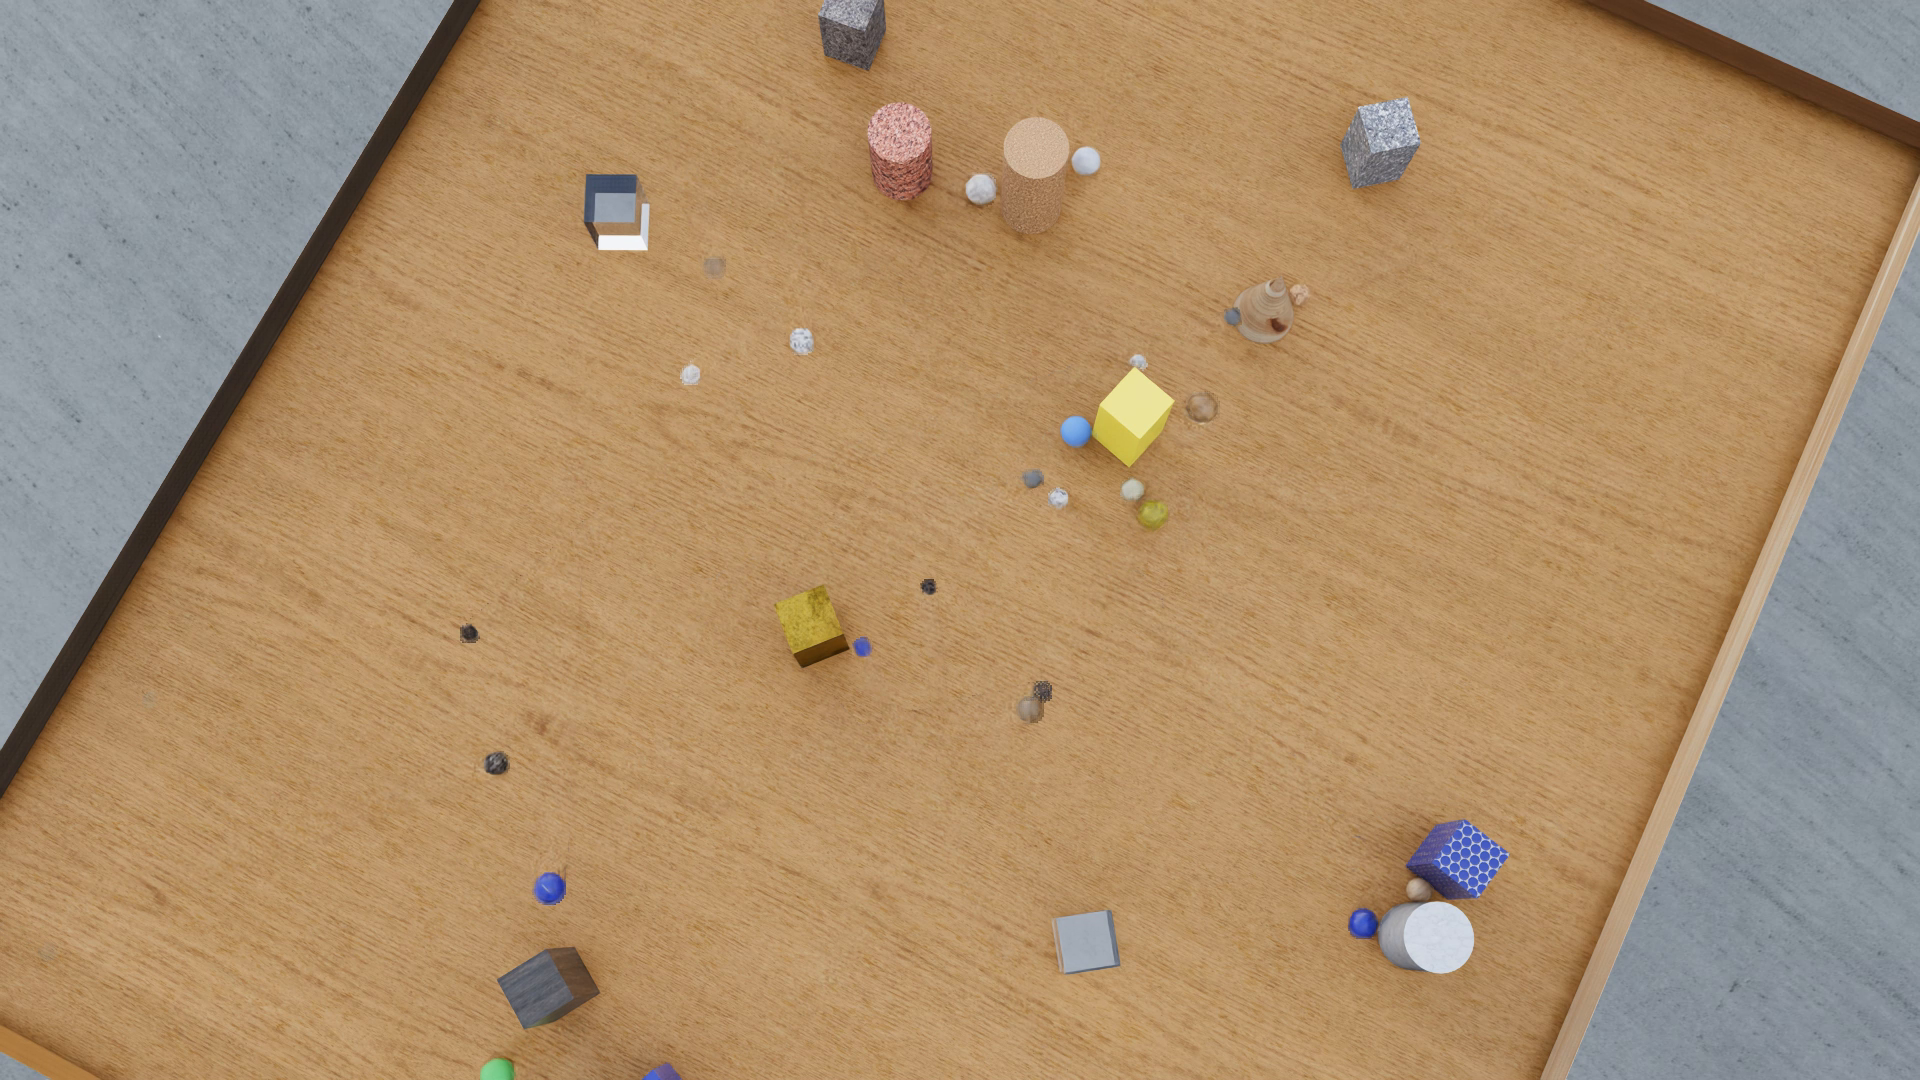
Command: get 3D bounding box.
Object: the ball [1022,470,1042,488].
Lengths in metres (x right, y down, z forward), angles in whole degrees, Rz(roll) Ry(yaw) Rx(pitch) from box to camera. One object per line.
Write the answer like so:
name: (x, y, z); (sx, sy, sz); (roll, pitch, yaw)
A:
ball: (0.222, -0.186, 5.625); (0.058, 0.058, 0.058); (0, 78, 0)

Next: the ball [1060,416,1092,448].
ball: (0.358, -0.332, 5.637); (0.095, 0.095, 0.095); (0, 78, 0)

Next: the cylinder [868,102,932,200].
cylinder: (-0.184, -1.208, 5.712); (0.194, 0.303, 0.194); (0, 78, 0)

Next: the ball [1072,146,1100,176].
ball: (0.400, -1.203, 5.819); (0.090, 0.090, 0.090); (0, 78, 0)

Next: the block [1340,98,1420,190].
block: (1.312, -1.238, 5.730); (0.155, 0.279, 0.155); (-12, 79, -2)

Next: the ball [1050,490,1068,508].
ball: (0.304, -0.127, 5.613); (0.058, 0.058, 0.058); (0, 78, 0)

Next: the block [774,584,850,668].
block: (-0.435, 0.258, 5.405); (0.155, 0.310, 0.155); (-22, 79, -4)

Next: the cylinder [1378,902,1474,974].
cylinder: (1.323, 1.130, 5.218); (0.194, 0.322, 0.194); (0, 78, 0)

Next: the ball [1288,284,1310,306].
ball: (1.064, -0.768, 5.740); (0.068, 0.068, 0.068); (0, 78, 0)

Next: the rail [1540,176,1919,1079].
rail: (1.972, 0.972, 5.350); (0.045, 0.126, 5.087); (26, 80, 5)

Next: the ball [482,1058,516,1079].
ball: (-1.323, 1.533, 5.252); (0.093, 0.093, 0.093); (0, 78, 0)

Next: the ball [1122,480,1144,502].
ball: (0.529, -0.152, 5.613); (0.069, 0.069, 0.069); (0, 78, 0)

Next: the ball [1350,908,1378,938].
ball: (1.177, 1.117, 5.344); (0.082, 0.082, 0.082); (0, 78, 0)

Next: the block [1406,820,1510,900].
block: (1.424, 0.920, 5.262); (0.155, 0.321, 0.155); (38, 81, 7)

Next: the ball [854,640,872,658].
ball: (-0.292, 0.326, 5.521); (0.054, 0.054, 0.054); (0, 78, 0)

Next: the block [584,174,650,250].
block: (-1.067, -1.019, 5.707); (0.155, 0.235, 0.155); (0, 78, 0)

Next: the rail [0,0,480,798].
rail: (-1.972, -0.959, 5.750); (0.045, 0.126, 5.087); (26, 80, 5)

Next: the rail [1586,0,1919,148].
rail: (1.127, -2.201, 6.006); (4.456, 0.126, 0.045); (26, 80, 5)

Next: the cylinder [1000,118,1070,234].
cylinder: (0.225, -1.110, 5.618); (0.194, 0.447, 0.194); (0, 78, 0)

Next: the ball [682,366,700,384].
ball: (-0.834, -0.515, 5.695); (0.055, 0.055, 0.055); (0, 78, 0)

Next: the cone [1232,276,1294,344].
cone: (0.953, -0.746, 5.589); (0.194, 0.355, 0.194); (0, 78, 0)

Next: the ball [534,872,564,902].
ball: (-1.202, 1.016, 5.362); (0.087, 0.087, 0.087); (0, 78, 0)

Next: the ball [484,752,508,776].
ball: (-1.380, 0.664, 5.444); (0.069, 0.069, 0.069); (0, 78, 0)

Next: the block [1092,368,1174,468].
block: (0.517, -0.366, 5.517); (0.155, 0.342, 0.155); (41, 81, 8)

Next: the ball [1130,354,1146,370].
ball: (0.552, -0.554, 5.707); (0.048, 0.048, 0.048); (0, 78, 0)

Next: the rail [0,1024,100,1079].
rail: (-1.127, 2.214, 5.093); (4.456, 0.126, 0.045); (26, 80, 5)

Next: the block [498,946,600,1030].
block: (-1.155, 1.259, 5.166); (0.155, 0.373, 0.155); (-31, 80, -6)

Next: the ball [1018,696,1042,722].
ball: (0.208, 0.505, 5.473); (0.076, 0.076, 0.076); (0, 78, 0)

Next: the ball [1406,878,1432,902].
ball: (1.344, 1.026, 5.367); (0.074, 0.074, 0.074); (0, 78, 0)

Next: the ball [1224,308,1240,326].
ball: (0.848, -0.693, 5.702); (0.051, 0.051, 0.051); (0, 78, 0)

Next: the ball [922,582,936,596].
ball: (-0.095, 0.146, 5.565); (0.042, 0.042, 0.042); (0, 78, 0)

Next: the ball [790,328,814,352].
ball: (-0.494, -0.622, 5.706); (0.077, 0.077, 0.077); (0, 78, 0)

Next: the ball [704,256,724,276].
ball: (-0.773, -0.860, 5.762); (0.064, 0.064, 0.064); (0, 78, 0)

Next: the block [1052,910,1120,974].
block: (0.356, 1.145, 5.224); (0.155, 0.304, 0.155); (-9, 78, -2)

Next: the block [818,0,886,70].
block: (-0.340, -1.643, 5.819); (0.155, 0.269, 0.155); (20, 79, 4)

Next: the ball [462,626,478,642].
ball: (-1.481, 0.282, 5.534); (0.048, 0.048, 0.048); (0, 78, 0)

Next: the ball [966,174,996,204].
ball: (0.065, -1.110, 5.798); (0.094, 0.094, 0.094); (0, 78, 0)

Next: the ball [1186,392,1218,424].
ball: (0.747, -0.407, 5.651); (0.097, 0.097, 0.097); (0, 78, 0)

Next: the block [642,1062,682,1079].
block: (-0.852, 1.591, 5.149); (0.155, 0.272, 0.155); (-41, 81, -8)

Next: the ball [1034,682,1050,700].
ball: (0.245, 0.454, 5.496); (0.052, 0.052, 0.052); (0, 78, 0)

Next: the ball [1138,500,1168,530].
ball: (0.587, -0.075, 5.586); (0.090, 0.090, 0.090); (0, 78, 0)
